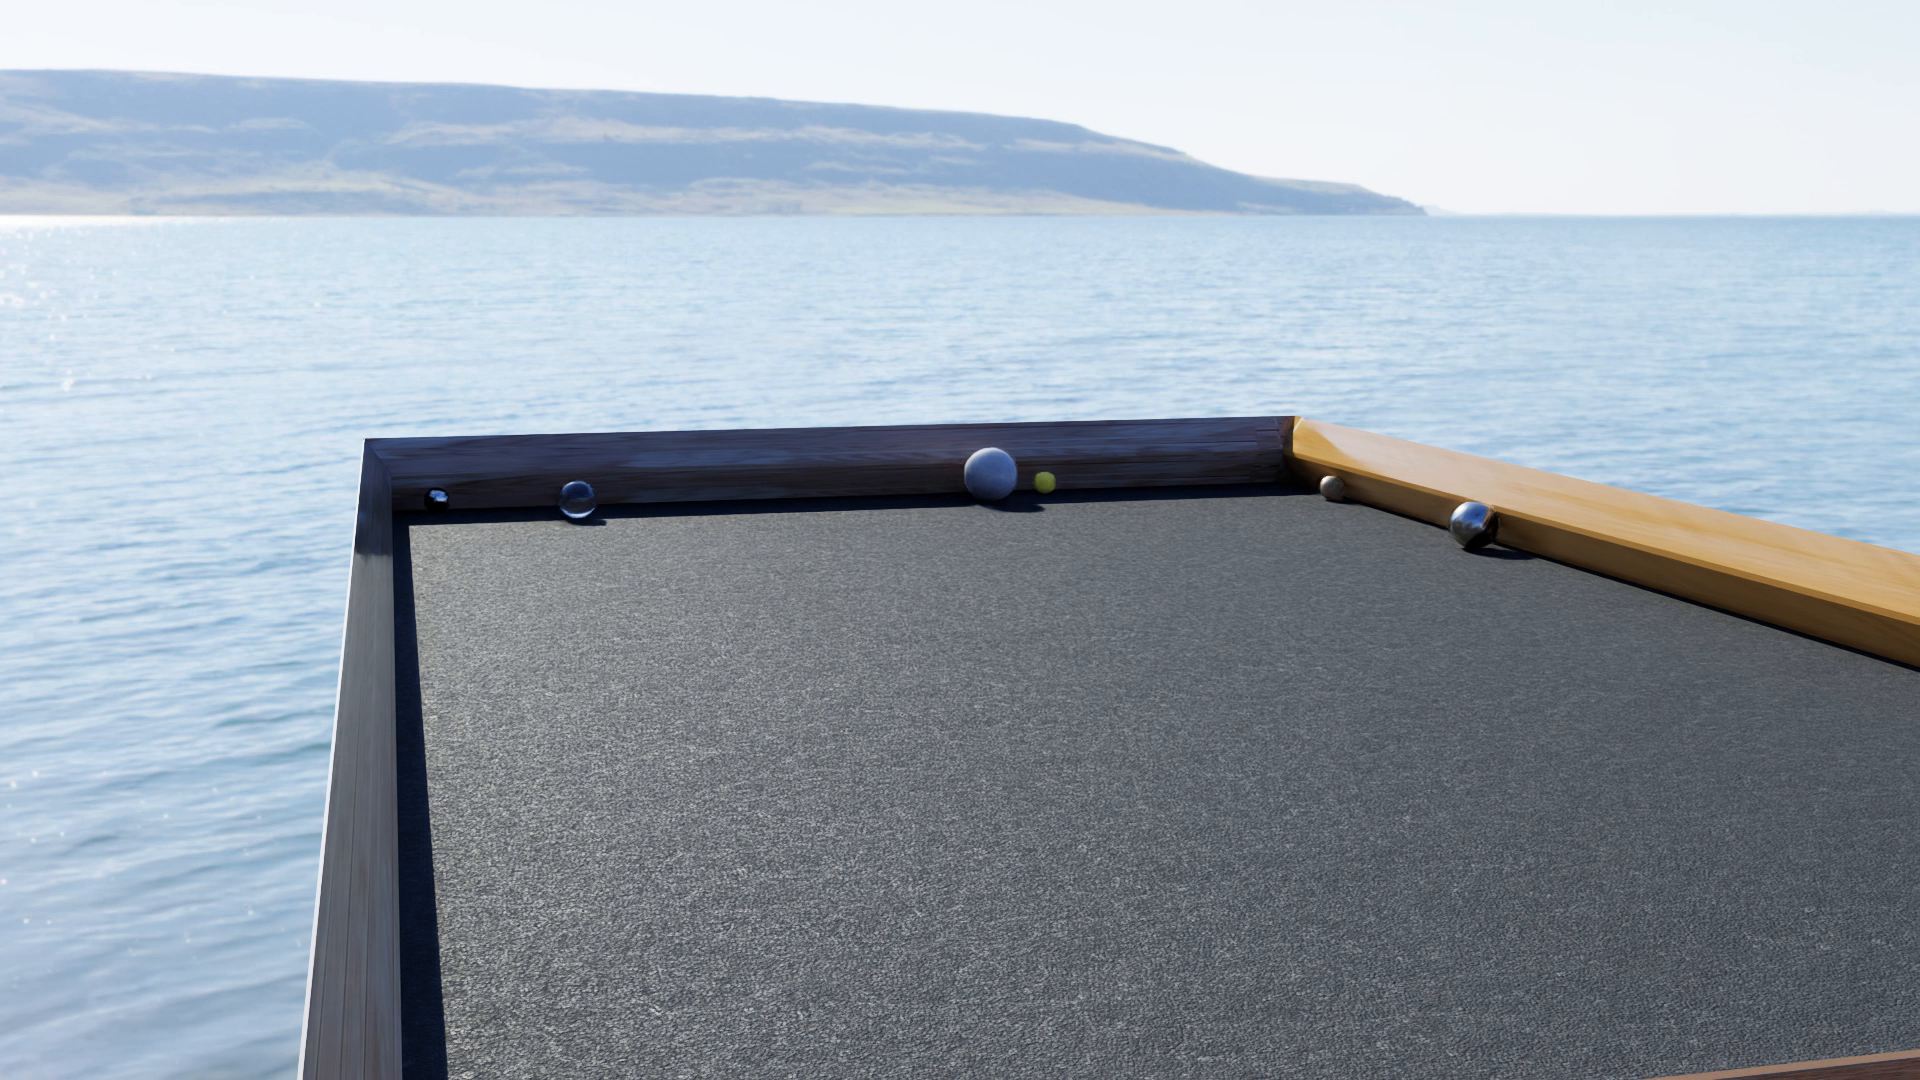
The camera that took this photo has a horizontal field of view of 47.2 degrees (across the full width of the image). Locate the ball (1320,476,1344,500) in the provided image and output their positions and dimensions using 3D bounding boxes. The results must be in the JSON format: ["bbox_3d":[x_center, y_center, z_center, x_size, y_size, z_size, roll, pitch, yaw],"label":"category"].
[{"bbox_3d":[0.683,-0.096,4.037,0.046,0.046,0.046,0,8,0],"label":"ball"}]

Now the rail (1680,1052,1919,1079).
[{"bbox_3d":[0.583,0.298,1.108,1.764,0.128,0.045,-2,9,-14],"label":"rail"}]

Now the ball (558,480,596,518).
[{"bbox_3d":[-0.660,-0.070,3.798,0.065,0.065,0.065,0,8,0],"label":"ball"}]

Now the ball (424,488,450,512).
[{"bbox_3d":[-0.922,-0.070,3.871,0.044,0.044,0.044,0,8,0],"label":"ball"}]

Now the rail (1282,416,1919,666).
[{"bbox_3d":[1.027,0.045,2.803,0.045,0.128,3.144,-2,9,-14],"label":"rail"}]

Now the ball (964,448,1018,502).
[{"bbox_3d":[0.055,-0.119,4.014,0.099,0.099,0.099,0,8,0],"label":"ball"}]

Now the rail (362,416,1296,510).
[{"bbox_3d":[-0.190,-0.144,4.073,1.764,0.128,0.045,-2,9,-14],"label":"rail"}]

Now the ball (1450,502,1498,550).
[{"bbox_3d":[0.806,-0.023,3.448,0.076,0.076,0.076,0,8,0],"label":"ball"}]

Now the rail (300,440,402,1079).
[{"bbox_3d":[-0.635,0.109,2.379,0.045,0.128,3.144,-2,9,-14],"label":"rail"}]

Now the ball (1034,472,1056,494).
[{"bbox_3d":[0.161,-0.108,4.130,0.042,0.042,0.042,0,8,0],"label":"ball"}]
